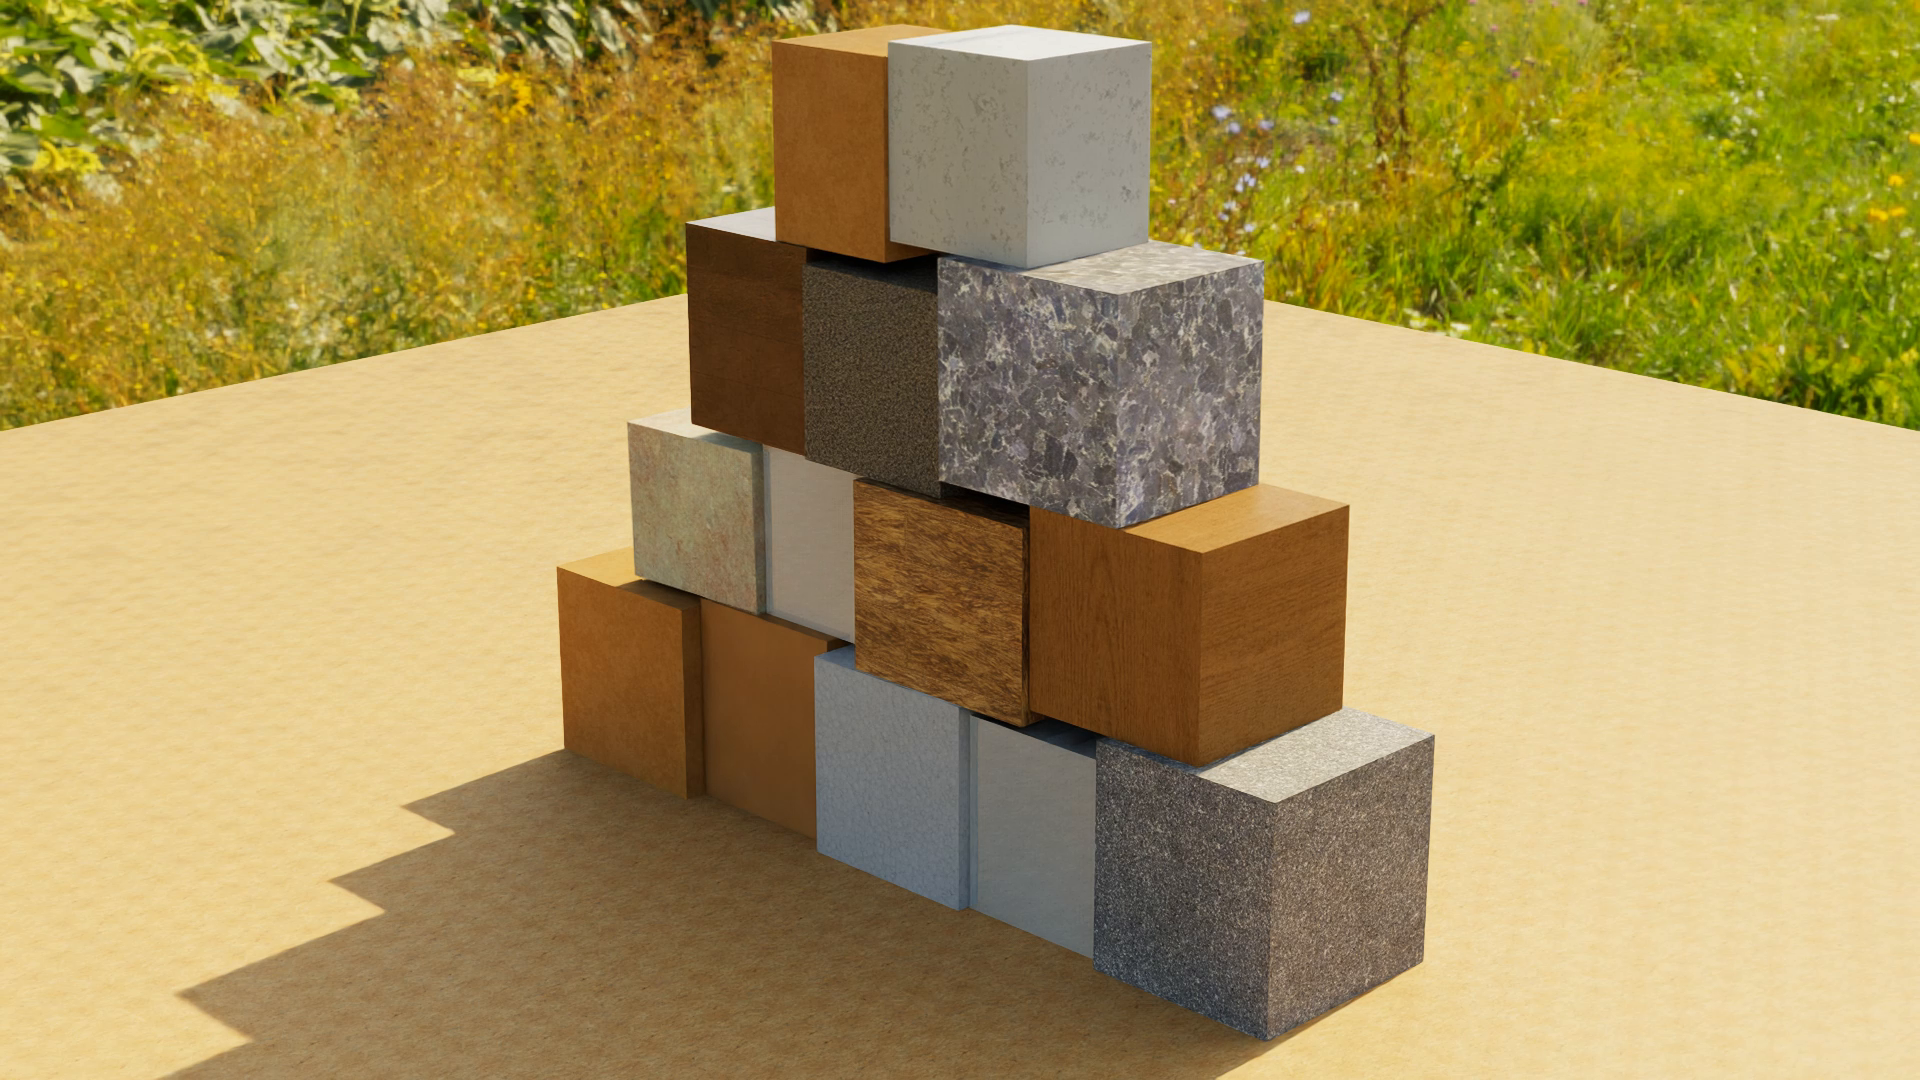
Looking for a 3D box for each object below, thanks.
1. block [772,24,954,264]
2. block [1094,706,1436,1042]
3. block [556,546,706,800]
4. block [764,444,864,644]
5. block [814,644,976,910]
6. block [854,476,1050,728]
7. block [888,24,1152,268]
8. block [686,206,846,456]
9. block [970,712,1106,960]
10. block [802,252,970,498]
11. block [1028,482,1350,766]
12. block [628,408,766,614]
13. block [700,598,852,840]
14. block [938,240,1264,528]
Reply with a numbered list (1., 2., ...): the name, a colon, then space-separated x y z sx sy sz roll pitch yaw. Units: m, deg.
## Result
1. block: -0.299 -1.786 13.092 0.794 0.892 0.714 -17 24 -42
2. block: 1.279 1.323 12.393 1.056 1.045 0.953 -17 24 -42
3. block: -1.281 0.580 14.872 1.120 0.976 0.973 -17 24 -42
4. block: -0.391 -0.056 13.721 0.725 0.850 0.754 -17 24 -42
5. block: 0.048 0.978 13.616 1.089 0.969 0.936 -17 24 -42
6. block: 0.259 0.159 13.125 1.033 0.890 1.040 -17 24 -42
7. block: 0.253 -1.701 12.556 0.759 0.860 0.826 -17 24 -42
8. block: -0.682 -1.012 13.733 0.836 0.966 0.835 -17 24 -42
9. block: 0.650 1.194 13.010 0.911 0.921 0.803 -17 24 -42
10. block: -0.080 -0.795 13.152 0.886 0.901 0.872 -17 24 -42
11. block: 0.964 0.289 12.419 0.947 0.912 0.950 -17 24 -42
12. block: -0.992 -0.202 14.308 0.833 0.780 0.913 -17 23 -42
13. block: -0.602 0.758 14.239 0.926 1.015 0.897 -17 24 -42
14. block: 0.593 -0.714 12.473 0.915 0.976 1.027 -17 24 -42
